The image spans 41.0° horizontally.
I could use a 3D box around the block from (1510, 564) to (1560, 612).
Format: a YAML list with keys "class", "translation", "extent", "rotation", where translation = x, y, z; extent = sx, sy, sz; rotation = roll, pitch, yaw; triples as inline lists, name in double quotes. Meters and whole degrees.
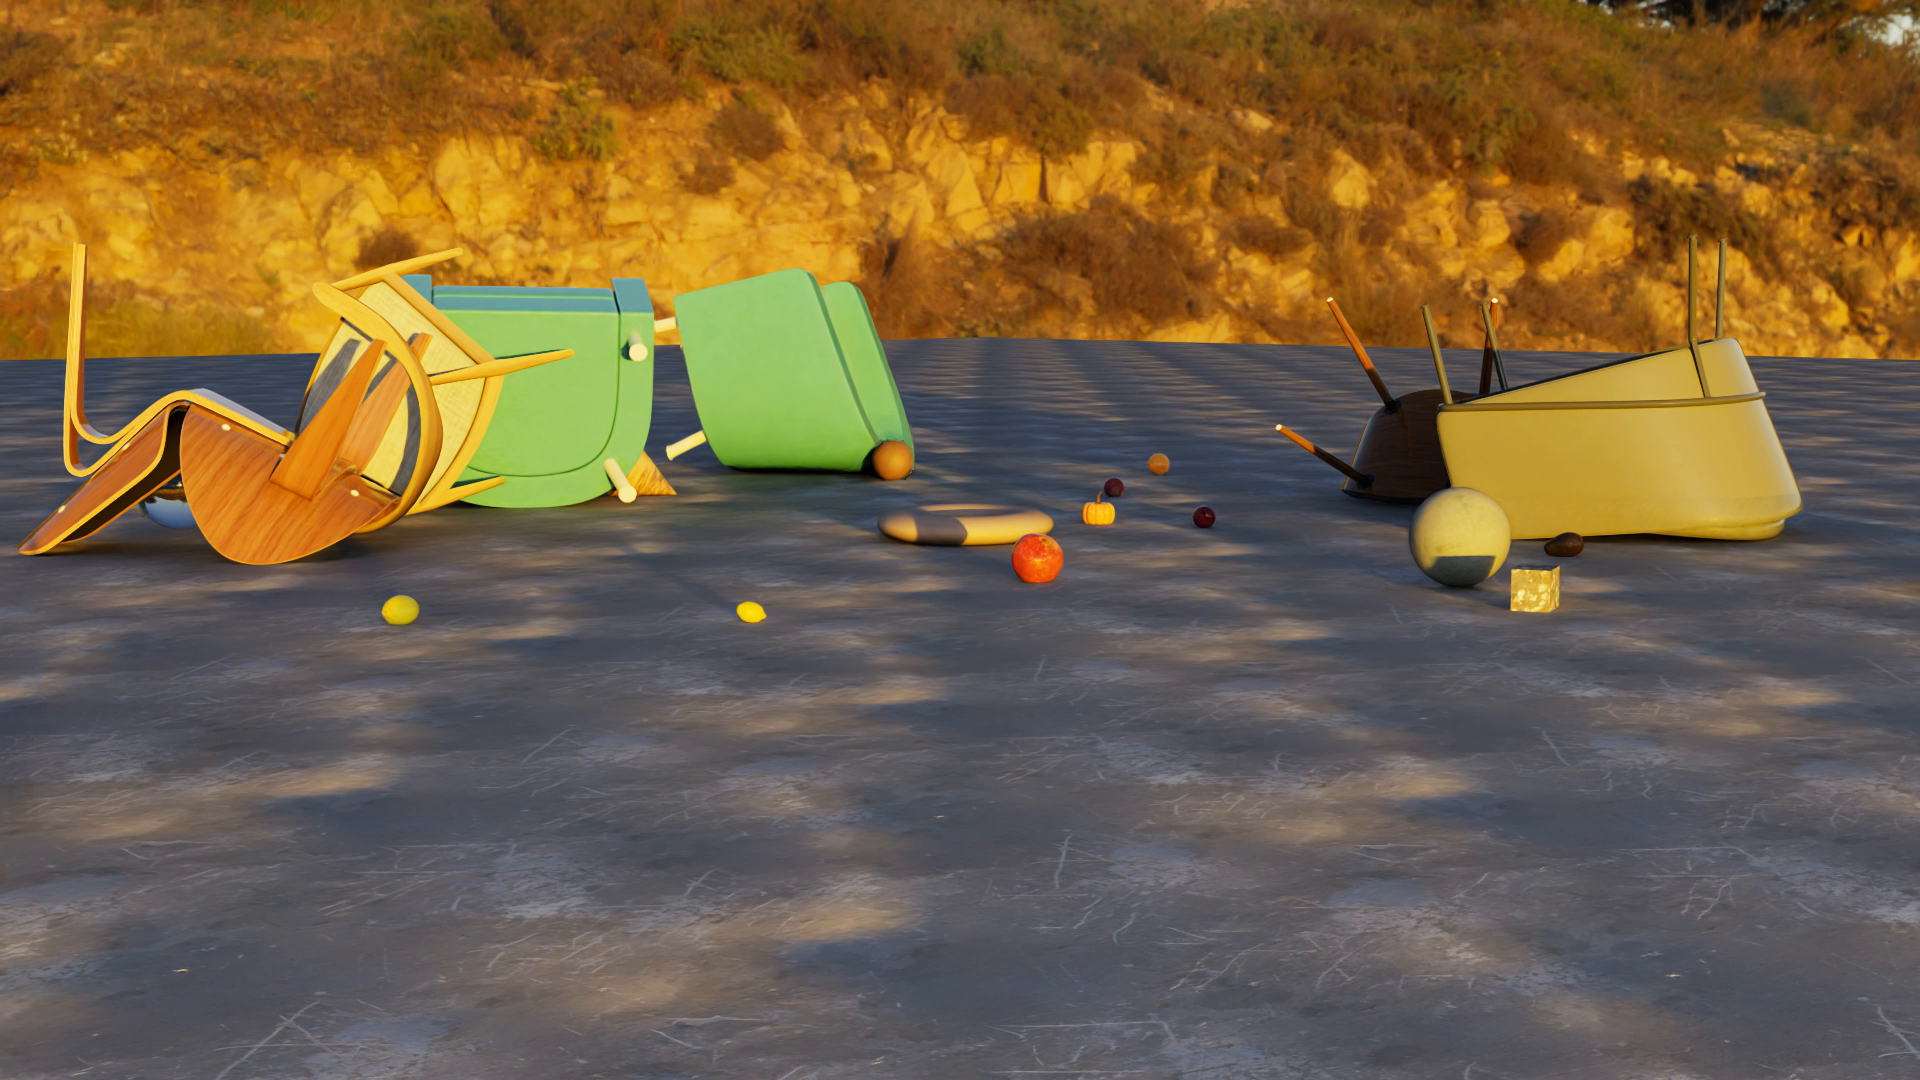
- class: "block"
  translation: [1.142, 0.095, 5.092]
  extent: [0.076, 0.081, 0.100]
  rotation: [3, 6, 23]

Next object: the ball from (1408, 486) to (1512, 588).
- class: "ball"
  translation: [1.058, -0.007, 5.434]
  extent: [0.213, 0.213, 0.213]
  rotation: [0, 6, 0]

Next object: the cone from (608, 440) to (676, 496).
- class: "cone"
  translation: [-0.931, -0.175, 7.709]
  extent: [0.184, 0.186, 0.192]
  rotation: [26, -5, -16]

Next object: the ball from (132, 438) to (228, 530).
- class: "ball"
  translation: [-2.020, -0.145, 6.651]
  extent: [0.239, 0.239, 0.239]
  rotation: [0, 6, 0]

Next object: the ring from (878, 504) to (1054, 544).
- class: "ring"
  translation: [0.014, -0.041, 6.472]
  extent: [0.441, 0.071, 0.514]
  rotation: [2, 6, 14]
